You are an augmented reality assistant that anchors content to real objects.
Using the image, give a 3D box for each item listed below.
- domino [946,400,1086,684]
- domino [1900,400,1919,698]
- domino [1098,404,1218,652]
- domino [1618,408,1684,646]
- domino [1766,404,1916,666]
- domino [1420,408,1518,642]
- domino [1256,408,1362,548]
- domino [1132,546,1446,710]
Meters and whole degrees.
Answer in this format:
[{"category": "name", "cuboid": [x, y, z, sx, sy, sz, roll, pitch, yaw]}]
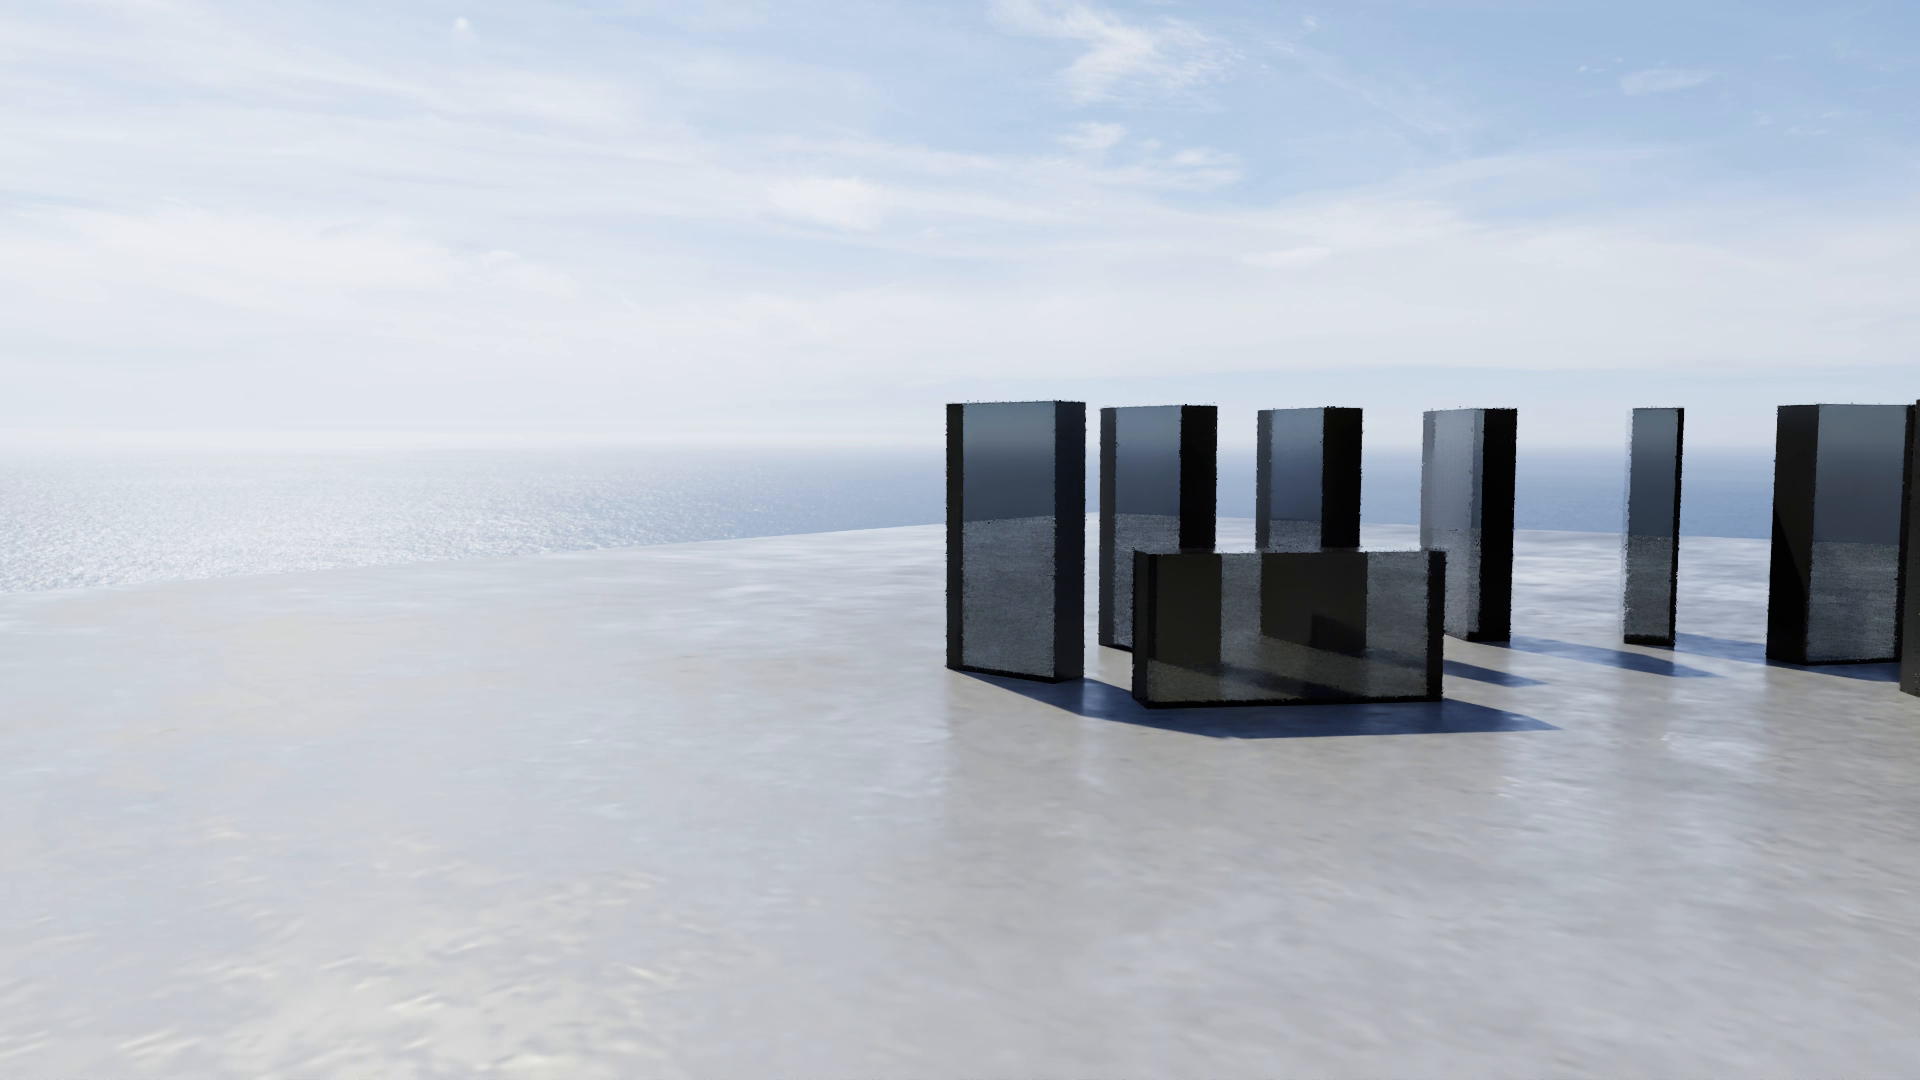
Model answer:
[{"category": "domino", "cuboid": [0.010, 0.000, 0.237, 0.025, 0.050, 0.010, 4, 6, 40]}, {"category": "domino", "cuboid": [0.174, 0.002, 0.213, 0.025, 0.050, 0.010, 1, 4, 10]}, {"category": "domino", "cuboid": [0.040, -0.002, 0.262, 0.010, 0.050, 0.025, -3, 5, -32]}, {"category": "domino", "cuboid": [0.151, -0.004, 0.281, 0.009, 0.050, 0.025, 2, 5, 25]}, {"category": "domino", "cuboid": [0.173, -0.001, 0.251, 0.025, 0.050, 0.010, -1, 4, -12]}, {"category": "domino", "cuboid": [0.113, -0.004, 0.287, 0.010, 0.050, 0.025, 0, 4, -4]}, {"category": "domino", "cuboid": [0.075, -0.003, 0.279, 0.009, 0.050, 0.025, -1, 5, -19]}, {"category": "domino", "cuboid": [0.054, 0.014, 0.213, 0.050, 0.025, 0.009, -1, 4, -7]}]
